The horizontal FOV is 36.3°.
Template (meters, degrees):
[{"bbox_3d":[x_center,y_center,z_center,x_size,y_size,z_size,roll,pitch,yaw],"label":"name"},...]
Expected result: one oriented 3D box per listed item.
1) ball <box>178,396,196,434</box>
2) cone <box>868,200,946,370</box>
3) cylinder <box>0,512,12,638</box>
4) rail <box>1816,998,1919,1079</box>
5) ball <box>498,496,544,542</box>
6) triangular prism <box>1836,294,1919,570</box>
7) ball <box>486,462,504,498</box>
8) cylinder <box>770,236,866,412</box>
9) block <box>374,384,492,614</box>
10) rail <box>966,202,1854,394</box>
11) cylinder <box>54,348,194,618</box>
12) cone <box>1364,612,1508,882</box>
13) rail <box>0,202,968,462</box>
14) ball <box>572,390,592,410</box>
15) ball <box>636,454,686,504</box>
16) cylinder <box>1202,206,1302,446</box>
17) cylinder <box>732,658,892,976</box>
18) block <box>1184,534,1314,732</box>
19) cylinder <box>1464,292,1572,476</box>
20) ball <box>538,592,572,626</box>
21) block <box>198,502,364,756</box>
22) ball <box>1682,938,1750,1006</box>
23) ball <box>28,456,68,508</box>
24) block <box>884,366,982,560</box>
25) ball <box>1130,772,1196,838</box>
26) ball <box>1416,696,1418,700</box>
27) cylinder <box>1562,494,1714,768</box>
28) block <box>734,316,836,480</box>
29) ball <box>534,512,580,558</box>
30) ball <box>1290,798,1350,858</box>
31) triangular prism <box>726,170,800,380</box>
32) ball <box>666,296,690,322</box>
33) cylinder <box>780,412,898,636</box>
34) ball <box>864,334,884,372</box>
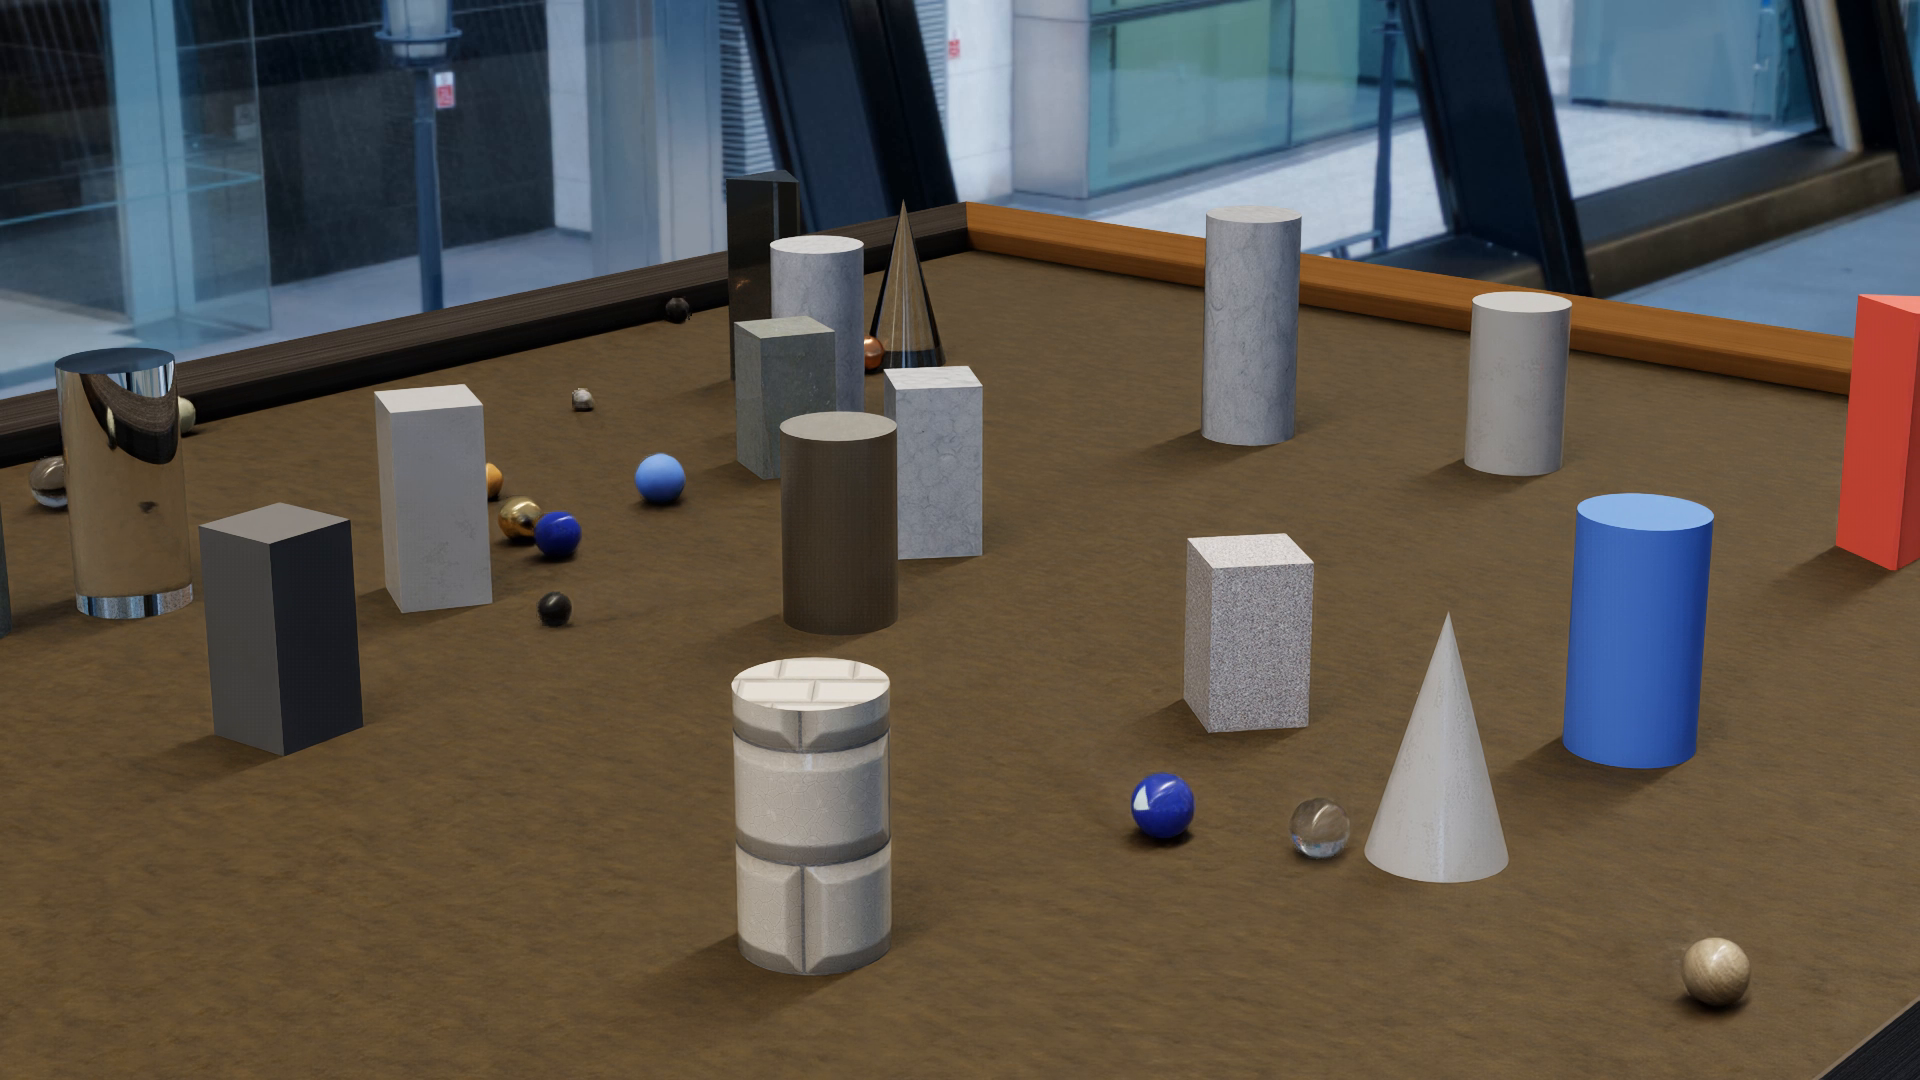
[{"bbox_3d":[-1.651,-0.262,6.181,0.081,0.081,0.081,0,17,0],"label":"ball"},{"bbox_3d":[-0.130,-0.599,6.775,0.197,0.384,0.197,0,17,0],"label":"cone"},{"bbox_3d":[-1.697,-0.022,4.882,0.197,0.370,0.197,0,17,0],"label":"cylinder"},{"bbox_3d":[1.531,0.416,3.848,0.045,0.128,4.774,14,22,39],"label":"rail"},{"bbox_3d":[-0.813,-0.038,5.433,0.084,0.084,0.084,0,17,0],"label":"ball"},{"bbox_3d":[1.677,-0.203,5.310,0.148,0.471,0.170,14,22,38],"label":"triangular prism"},{"bbox_3d":[-0.925,-0.115,5.711,0.071,0.071,0.071,0,17,0],"label":"ball"},{"bbox_3d":[-0.301,-0.435,6.221,0.197,0.389,0.197,0,17,0],"label":"cylinder"},{"bbox_3d":[-0.912,-0.073,5.080,0.157,0.355,0.157,-6,18,-20],"label":"block"},{"bbox_3d":[1.550,-0.483,6.829,4.102,0.128,0.045,14,22,39],"label":"rail"},{"bbox_3d":[-1.434,-0.099,5.037,0.197,0.429,0.197,0,17,0],"label":"cylinder"},{"bbox_3d":[0.653,0.263,3.971,0.197,0.351,0.197,0,17,0],"label":"cone"},{"bbox_3d":[-1.531,-0.352,6.392,0.045,0.128,4.774,14,22,39],"label":"rail"},{"bbox_3d":[-0.822,-0.305,6.388,0.043,0.043,0.043,0,17,0],"label":"ball"},{"bbox_3d":[-0.580,-0.118,5.678,0.096,0.096,0.096,0,17,0],"label":"ball"},{"bbox_3d":[0.608,-0.450,6.131,0.197,0.469,0.197,0,17,0],"label":"cylinder"},{"bbox_3d":[-0.185,0.346,3.696,0.197,0.351,0.197,0,17,0],"label":"cylinder"},{"bbox_3d":[0.443,0.142,4.524,0.157,0.263,0.157,-3,17,-9],"label":"block"},{"bbox_3d":[1.126,-0.317,5.923,0.197,0.335,0.197,0,17,0],"label":"cylinder"},{"bbox_3d":[-0.686,0.117,4.963,0.058,0.058,0.058,0,17,0],"label":"ball"},{"bbox_3d":[-1.026,0.133,4.436,0.157,0.332,0.157,12,21,35],"label":"block"},{"bbox_3d":[0.920,0.525,3.568,0.082,0.082,0.082,0,17,0],"label":"ball"},{"bbox_3d":[-1.745,-0.112,5.654,0.097,0.097,0.097,0,17,0],"label":"ball"},{"bbox_3d":[-0.050,-0.143,5.375,0.157,0.318,0.157,-3,17,-9],"label":"block"},{"bbox_3d":[0.282,0.368,4.072,0.091,0.091,0.091,0,17,0],"label":"ball"},{"bbox_3d":[0.728,0.251,4.541,0.044,0.044,0.044,0,17,0],"label":"ball"},{"bbox_3d":[1.009,0.134,4.372,0.197,0.367,0.197,0,17,0],"label":"cylinder"},{"bbox_3d":[-0.352,-0.288,5.907,0.157,0.289,0.157,-7,18,-22],"label":"block"},{"bbox_3d":[-0.734,-0.010,5.339,0.084,0.084,0.084,0,17,0],"label":"ball"},{"bbox_3d":[0.492,0.393,4.004,0.083,0.083,0.083,0,17,0],"label":"ball"},{"bbox_3d":[-0.420,-0.598,6.639,0.170,0.460,0.148,5,17,15],"label":"triangular prism"},{"bbox_3d":[-0.697,-0.570,7.238,0.060,0.060,0.060,0,17,0],"label":"ball"},{"bbox_3d":[-0.204,-0.030,4.965,0.197,0.337,0.197,0,17,0],"label":"cylinder"},{"bbox_3d":[-0.217,-0.427,6.720,0.086,0.086,0.086,0,17,0],"label":"ball"}]
